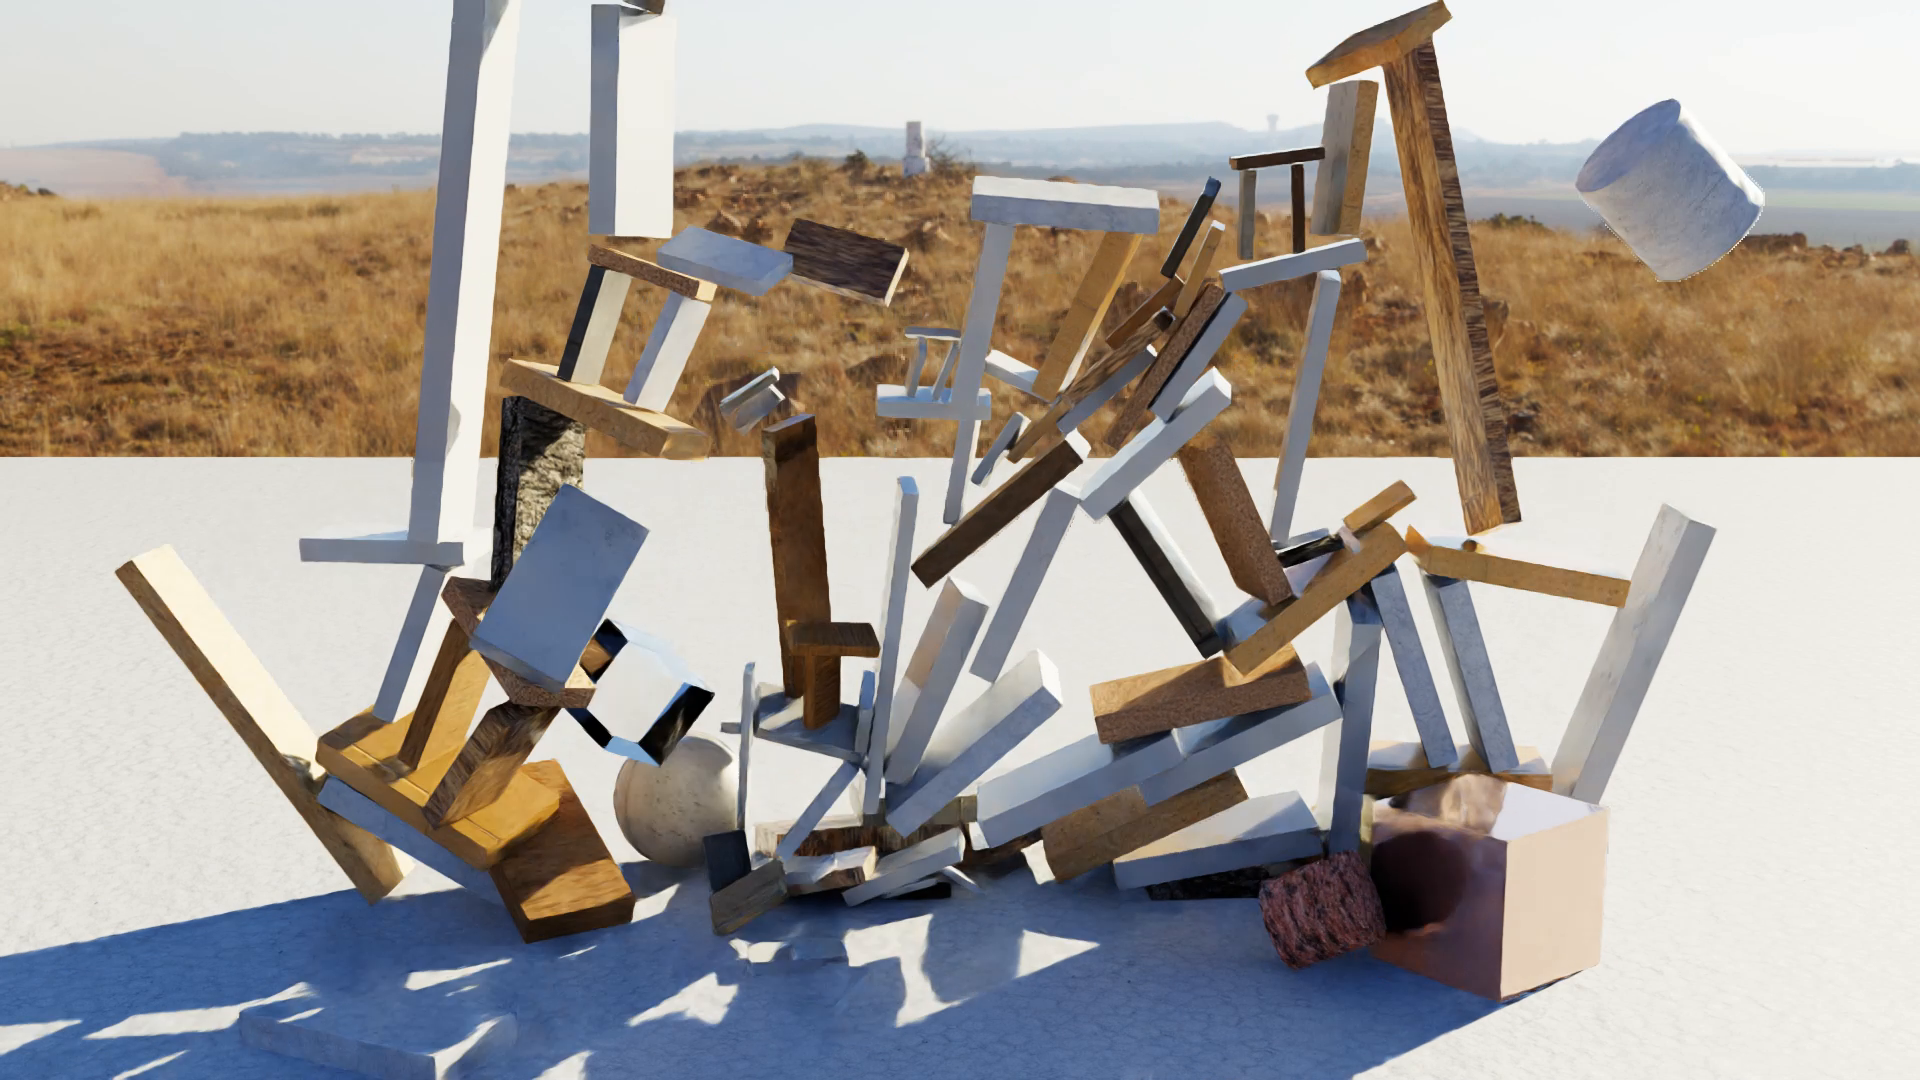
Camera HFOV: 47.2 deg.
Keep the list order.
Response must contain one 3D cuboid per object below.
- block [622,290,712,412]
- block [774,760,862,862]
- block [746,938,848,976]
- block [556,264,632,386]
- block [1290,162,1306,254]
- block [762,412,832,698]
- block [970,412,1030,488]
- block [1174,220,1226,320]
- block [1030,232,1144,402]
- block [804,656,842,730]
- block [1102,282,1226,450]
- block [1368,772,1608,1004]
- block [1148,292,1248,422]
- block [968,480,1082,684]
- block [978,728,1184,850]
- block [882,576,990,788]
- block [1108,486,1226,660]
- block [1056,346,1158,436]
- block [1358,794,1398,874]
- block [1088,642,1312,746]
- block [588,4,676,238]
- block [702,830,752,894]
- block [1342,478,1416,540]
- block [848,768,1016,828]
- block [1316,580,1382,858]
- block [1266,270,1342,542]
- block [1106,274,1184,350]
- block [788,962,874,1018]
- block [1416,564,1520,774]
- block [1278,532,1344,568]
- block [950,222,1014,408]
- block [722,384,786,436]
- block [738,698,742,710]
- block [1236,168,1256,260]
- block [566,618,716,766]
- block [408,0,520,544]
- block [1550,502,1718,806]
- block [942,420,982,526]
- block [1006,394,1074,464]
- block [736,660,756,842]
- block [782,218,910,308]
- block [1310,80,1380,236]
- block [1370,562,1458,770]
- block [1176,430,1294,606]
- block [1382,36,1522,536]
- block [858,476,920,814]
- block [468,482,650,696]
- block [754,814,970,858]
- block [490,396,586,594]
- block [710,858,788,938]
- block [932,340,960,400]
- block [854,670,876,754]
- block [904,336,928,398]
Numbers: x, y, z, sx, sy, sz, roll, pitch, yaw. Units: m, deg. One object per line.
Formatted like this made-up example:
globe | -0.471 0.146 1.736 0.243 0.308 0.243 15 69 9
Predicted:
block | -0.459 -0.295 3.450 0.026 0.186 0.093 28 6 20
block | -0.235 0.444 3.644 0.027 0.190 0.095 39 0 -1
block | -0.248 0.636 3.358 0.149 0.021 0.074 -2 12 -9
block | -0.577 -0.339 3.472 0.026 0.186 0.093 21 8 16
block | 0.532 -0.524 3.464 0.020 0.139 0.069 -2 12 7
block | -0.258 0.028 3.534 0.027 0.459 0.095 15 28 37
block | 0.066 -0.147 3.597 0.019 0.134 0.067 35 6 9
block | 0.378 -0.428 3.480 0.021 0.151 0.076 23 17 1
block | 0.206 -0.369 3.497 0.041 0.288 0.144 28 24 6
block | -0.222 0.228 3.545 0.020 0.142 0.071 17 28 29
block | 0.323 -0.278 3.507 0.027 0.301 0.095 34 8 -2
block | 0.804 0.523 3.353 0.247 0.247 0.247 -9 14 -39
block | 0.374 -0.293 3.499 0.032 0.225 0.113 35 6 -5
block | 0.107 0.064 3.603 0.047 0.330 0.165 25 8 0
block | 0.196 0.386 3.628 0.346 0.049 0.173 -25 12 7
block | -0.052 0.234 3.671 0.047 0.330 0.165 23 7 -13
block | 0.338 0.046 3.571 0.041 0.287 0.144 -32 10 14
block | 0.238 -0.246 3.559 0.190 0.027 0.095 -40 4 12
block | 0.805 0.483 3.720 0.184 0.184 0.184 -5 14 -23
block | 0.390 0.250 3.608 0.346 0.049 0.173 -13 13 3
block | -0.512 -0.650 3.444 0.049 0.347 0.173 5 8 22
block | -0.369 0.540 3.542 0.068 0.137 0.019 -10 -4 -7
block | 0.682 -0.051 3.577 0.116 0.015 0.054 -35 27 5
block | 0.050 0.449 3.869 0.473 0.049 0.172 -1 8 -11
block | 0.641 0.302 3.636 0.047 0.448 0.167 2 24 1
block | 0.553 -0.217 3.549 0.032 0.429 0.112 11 16 4
block | 0.296 -0.365 3.518 0.151 0.021 0.076 -42 4 10
block | -0.189 0.661 3.230 0.074 0.021 0.148 4 11 19
block | 0.834 0.204 3.612 0.046 0.328 0.164 -18 12 4
block | 0.572 0.018 3.590 0.108 0.015 0.054 -19 10 10
block | 0.034 -0.373 3.493 0.041 0.297 0.144 11 20 -4
block | -0.331 -0.214 3.511 0.101 0.050 0.014 -39 11 31
block | -0.314 0.295 3.726 0.095 0.027 0.203 19 -5 -13
block | 0.451 -0.514 3.465 0.020 0.139 0.069 1 11 2
block | -0.523 0.245 3.525 0.152 0.152 0.152 41 6 32
block | -0.778 -0.455 3.462 0.049 0.910 0.173 9 11 4
block | 1.066 0.270 3.614 0.046 0.673 0.164 20 11 -1
block | 0.005 -0.124 3.588 0.026 0.182 0.091 12 22 5
block | 0.132 -0.182 3.584 0.019 0.134 0.067 43 19 -3
block | -0.352 0.385 3.593 0.014 0.387 0.050 5 20 0
block | -0.186 -0.437 3.457 0.190 0.095 0.027 17 -17 15
block | 0.606 -0.601 3.474 0.034 0.238 0.119 6 6 -14
block | 0.742 0.193 3.632 0.047 0.335 0.167 -18 11 9
block | 0.441 -0.039 3.567 0.041 0.287 0.144 -29 17 -10
block | 0.801 -0.424 3.605 0.034 0.831 0.119 -6 -8 -16
block | -0.117 0.173 3.560 0.026 0.553 0.091 5 18 -8
block | -0.610 0.071 3.361 0.153 0.307 0.043 30 -35 -9
block | -0.173 0.514 3.860 0.344 0.049 0.172 -4 0 -19
block | -0.669 -0.064 3.496 0.043 0.307 0.153 1 -4 30
block | -0.333 0.564 3.462 0.137 0.068 0.019 -32 -44 20
block | -0.023 -0.272 3.516 0.013 0.090 0.045 21 20 -7
block | -0.154 0.278 3.545 0.020 0.071 0.142 5 -34 -4
block | -0.070 -0.275 3.503 0.013 0.090 0.045 9 37 -12
